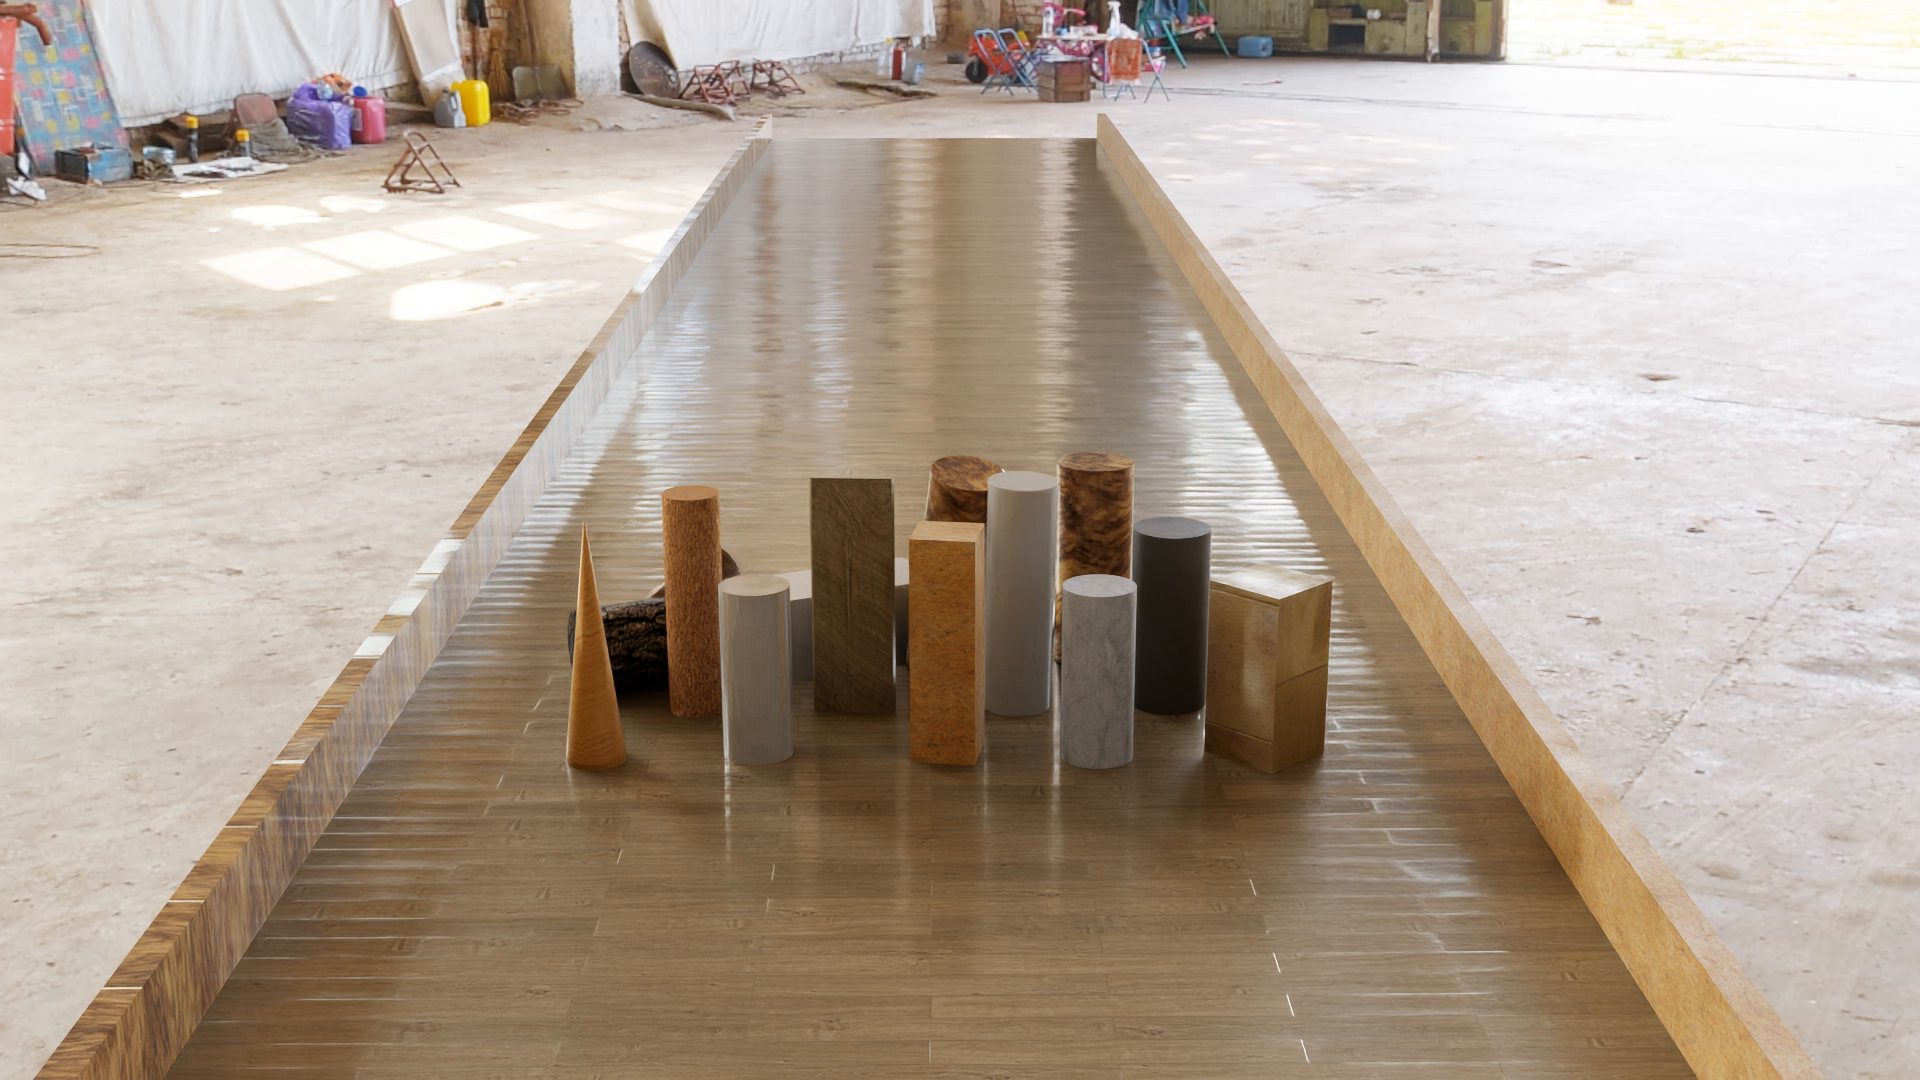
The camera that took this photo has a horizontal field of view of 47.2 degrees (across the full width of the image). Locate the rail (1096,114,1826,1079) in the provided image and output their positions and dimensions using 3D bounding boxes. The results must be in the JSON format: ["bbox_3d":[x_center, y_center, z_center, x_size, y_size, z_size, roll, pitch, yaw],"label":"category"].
[{"bbox_3d":[0.932,-0.844,7.801,0.050,0.150,12.000,0,17,-1],"label":"rail"}]

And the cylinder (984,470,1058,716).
[{"bbox_3d":[0.111,0.101,4.106,0.129,0.441,0.129,1,18,0],"label":"cylinder"}]

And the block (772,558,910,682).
[{"bbox_3d":[-0.252,0.161,4.388,0.376,0.169,0.169,-8,18,-24],"label":"block"}]

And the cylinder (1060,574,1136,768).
[{"bbox_3d":[0.244,0.232,3.889,0.130,0.318,0.130,0,17,0],"label":"cylinder"}]

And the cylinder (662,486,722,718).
[{"bbox_3d":[-0.495,0.115,4.100,0.106,0.422,0.106,0,17,0],"label":"cylinder"}]

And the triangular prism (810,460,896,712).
[{"bbox_3d":[-0.195,0.085,4.142,0.153,0.455,0.133,1,17,3],"label":"triangular prism"}]

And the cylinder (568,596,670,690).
[{"bbox_3d":[-0.589,0.196,4.278,0.309,0.165,0.165,-8,18,-25],"label":"cylinder"}]

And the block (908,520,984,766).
[{"bbox_3d":[-0.022,0.182,3.891,0.116,0.412,0.116,3,17,8],"label":"block"}]

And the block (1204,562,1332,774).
[{"bbox_3d":[0.546,0.225,3.906,0.152,0.322,0.152,-16,23,-42],"label":"block"}]

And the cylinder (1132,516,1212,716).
[{"bbox_3d":[0.395,0.142,4.143,0.145,0.345,0.145,0,17,0],"label":"cylinder"}]

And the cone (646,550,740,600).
[{"bbox_3d":[-0.638,0.146,4.623,0.130,0.130,0.395,12,29,34],"label":"cone"}]

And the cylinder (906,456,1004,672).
[{"bbox_3d":[-0.010,0.061,4.230,0.144,0.429,0.144,6,28,-3],"label":"cylinder"}]

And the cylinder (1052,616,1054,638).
[{"bbox_3d":[0.136,0.177,4.437,0.110,0.110,0.372,2,17,6],"label":"cylinder"}]

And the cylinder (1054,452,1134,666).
[{"bbox_3d":[0.265,0.042,4.363,0.152,0.410,0.152,0,17,0],"label":"cylinder"}]

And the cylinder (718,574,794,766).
[{"bbox_3d":[-0.362,0.230,3.903,0.126,0.315,0.126,0,17,0],"label":"cylinder"}]

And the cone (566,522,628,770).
[{"bbox_3d":[-0.648,0.175,3.853,0.109,0.448,0.109,0,17,0],"label":"cone"}]

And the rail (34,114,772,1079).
[{"bbox_3d":[-1.118,-0.838,7.780,0.050,0.150,12.000,0,17,-1],"label":"rail"}]
